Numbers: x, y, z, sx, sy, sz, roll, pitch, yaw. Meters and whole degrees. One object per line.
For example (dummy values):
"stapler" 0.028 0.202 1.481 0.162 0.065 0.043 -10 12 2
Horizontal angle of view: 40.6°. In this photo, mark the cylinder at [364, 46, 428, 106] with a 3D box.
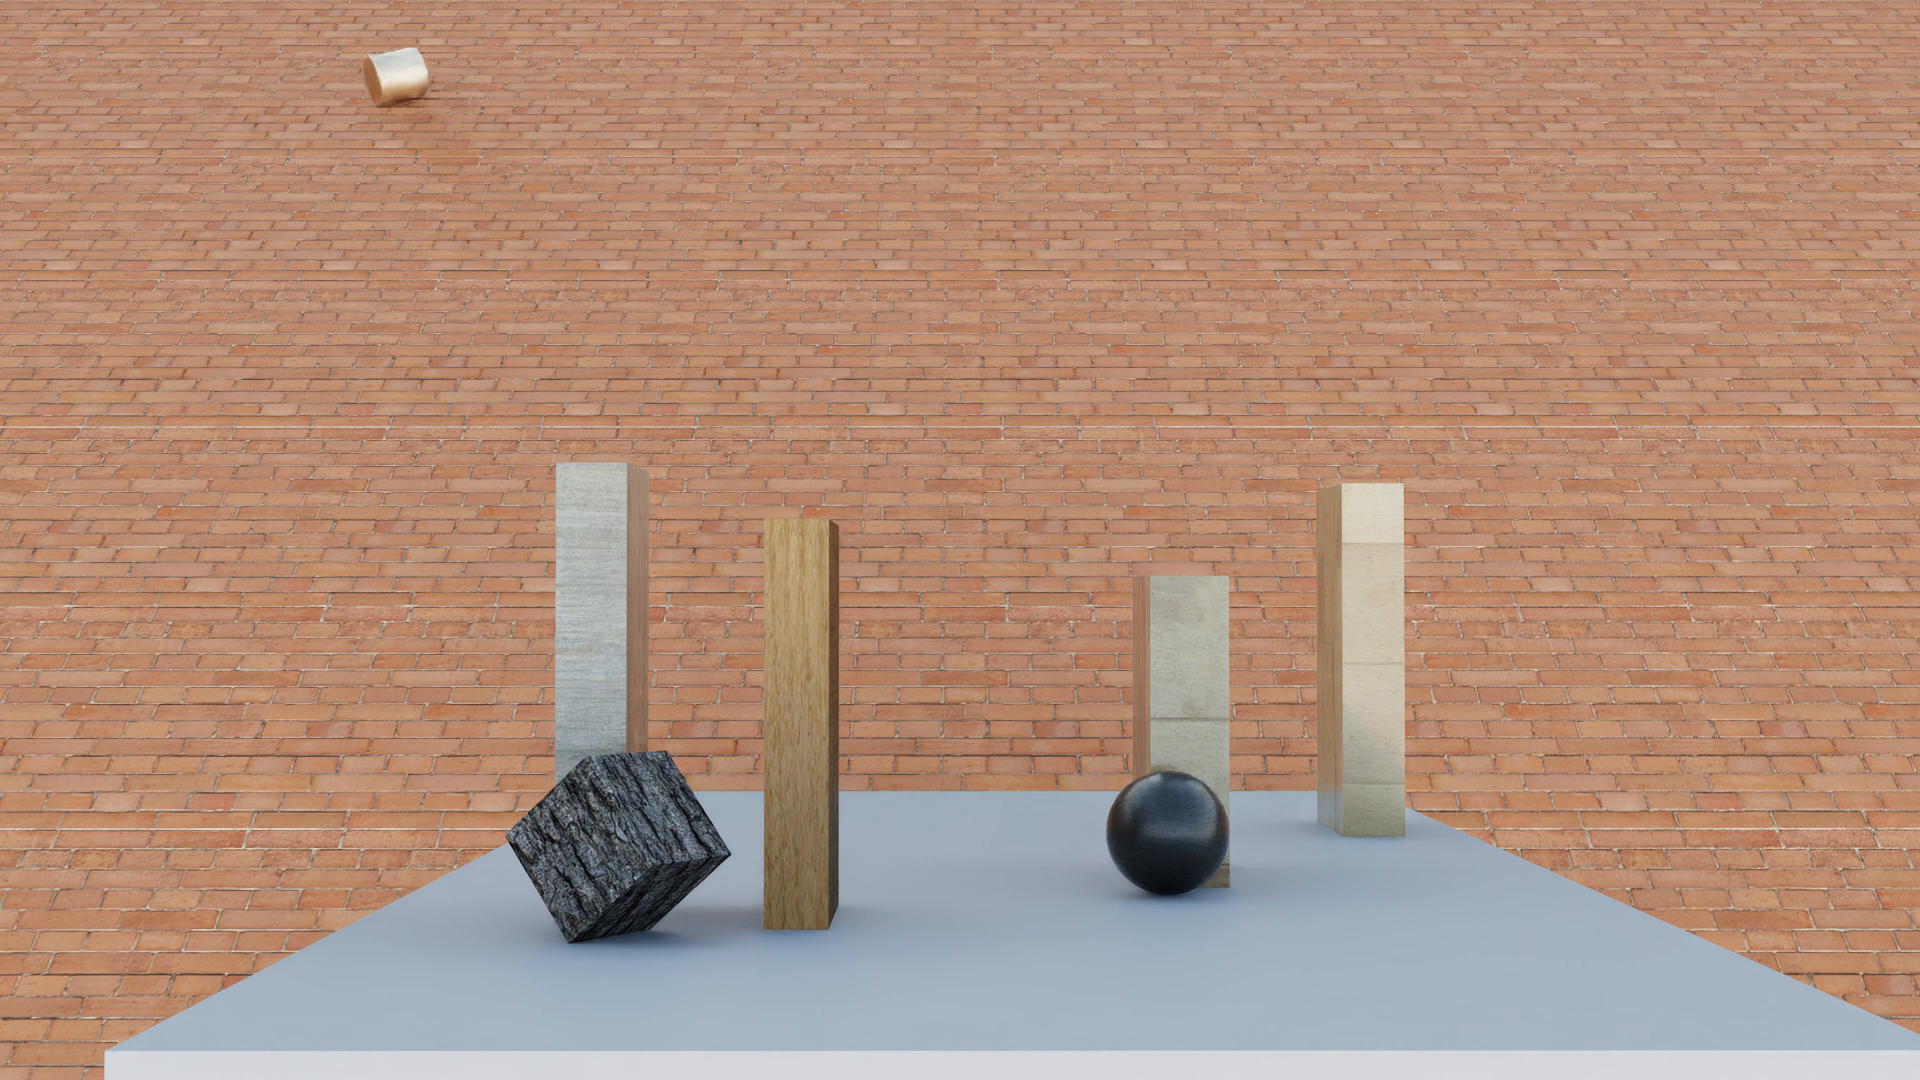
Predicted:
"cylinder" -2.279 -1.874 10.493 0.198 0.198 0.198 -19 39 -26

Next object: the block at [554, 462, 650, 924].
"block" -0.560 0.236 4.079 0.107 0.700 0.283 0 -2 0

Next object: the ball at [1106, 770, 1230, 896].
"ball" 0.347 0.489 4.342 0.207 0.207 0.207 0 34 0

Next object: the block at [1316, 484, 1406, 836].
"block" 0.867 0.257 5.640 0.130 0.741 0.390 0 -2 0

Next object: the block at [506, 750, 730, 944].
"block" -0.497 0.444 3.781 0.190 0.190 0.190 55 24 20

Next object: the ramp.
"ramp" 0.076 0.655 4.802 2.000 0.100 4.000 0 -2 0

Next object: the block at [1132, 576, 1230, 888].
"block" 0.394 0.334 4.672 0.136 0.534 0.444 0 -2 0

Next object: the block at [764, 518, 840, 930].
"block" -0.244 0.279 4.036 0.097 0.612 0.327 0 -2 0
